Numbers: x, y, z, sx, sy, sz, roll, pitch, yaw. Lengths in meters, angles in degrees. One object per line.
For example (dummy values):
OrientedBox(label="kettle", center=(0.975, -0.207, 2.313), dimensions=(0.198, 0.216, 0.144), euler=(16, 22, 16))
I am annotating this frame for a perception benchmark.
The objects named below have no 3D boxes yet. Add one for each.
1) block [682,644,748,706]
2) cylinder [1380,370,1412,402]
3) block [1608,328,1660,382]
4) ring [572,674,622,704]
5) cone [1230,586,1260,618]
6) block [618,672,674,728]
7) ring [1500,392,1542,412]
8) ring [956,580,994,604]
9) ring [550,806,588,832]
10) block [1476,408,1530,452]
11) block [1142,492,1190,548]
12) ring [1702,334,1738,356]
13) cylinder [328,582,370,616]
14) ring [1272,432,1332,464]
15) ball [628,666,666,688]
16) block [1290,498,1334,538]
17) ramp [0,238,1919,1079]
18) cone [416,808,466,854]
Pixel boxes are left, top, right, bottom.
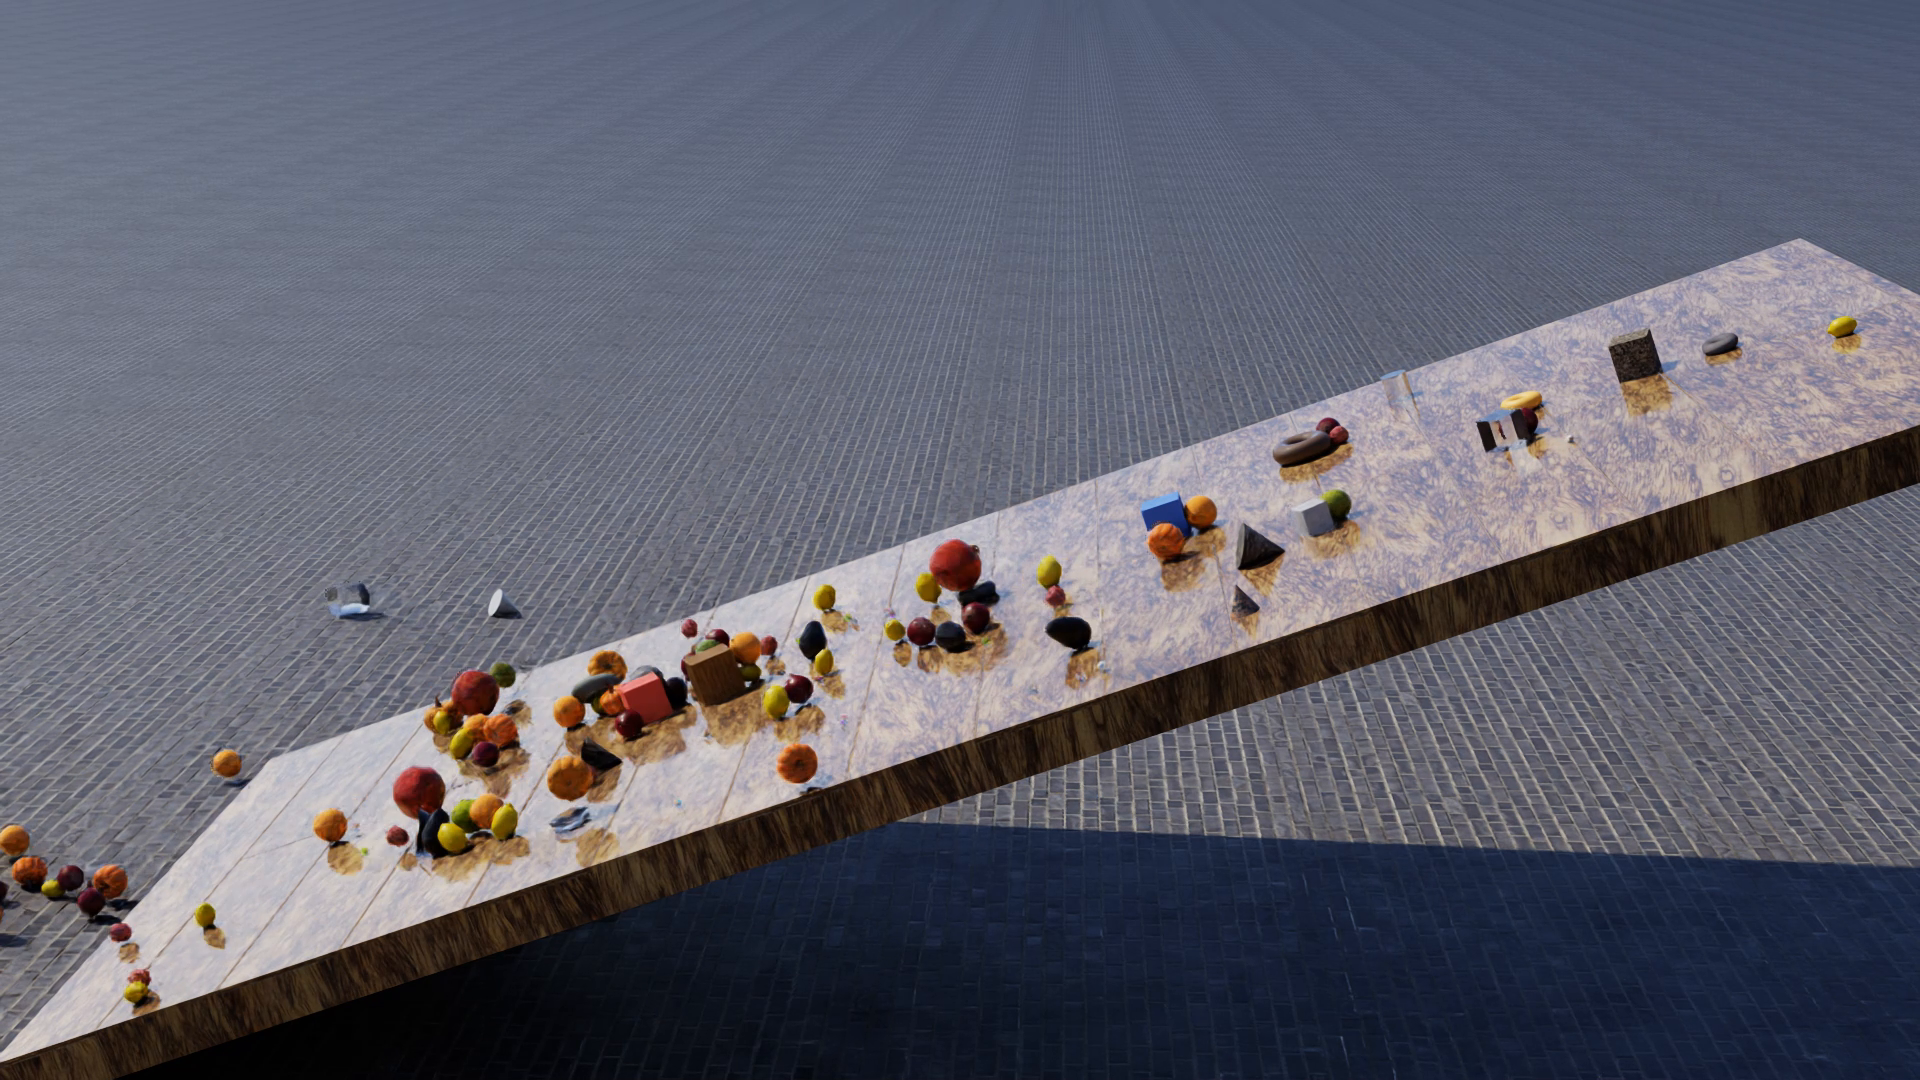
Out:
OrientedBox(label="block", center=(-0.531, 0.291, 6.370), dimensions=(0.096, 0.096, 0.096), euler=(-23, 11, -13))
OrientedBox(label="cylinder", center=(1.021, -0.359, 6.878), dimensions=(0.060, 0.060, 0.060), euler=(-19, 11, 4))
OrientedBox(label="block", center=(1.436, -0.393, 6.260), dimensions=(0.082, 0.082, 0.082), euler=(-15, 12, 22))
OrientedBox(label="ring", center=(-0.818, 0.336, 6.629), dimensions=(0.115, 0.038, 0.115), euler=(-14, -20, -6))
OrientedBox(label="cone", center=(0.525, 0.109, 5.501), dimensions=(0.058, 0.058, 0.058), euler=(-19, 11, 4))
OrientedBox(label="block", center=(-0.685, 0.348, 6.395), dimensions=(0.085, 0.085, 0.085), euler=(-23, 11, -13))
OrientedBox(label="ring", center=(1.206, -0.294, 6.321), dimensions=(0.092, 0.031, 0.092), euler=(-19, 10, 3))
OrientedBox(label="ring", center=(0.034, 0.113, 6.416), dimensions=(0.089, 0.030, 0.089), euler=(-18, 12, 4))
OrientedBox(label="ring", center=(-0.762, 0.544, 5.741), dimensions=(0.080, 0.027, 0.080), euler=(-22, 8, 3))
OrientedBox(label="block", center=(1.117, -0.225, 6.045), dimensions=(0.068, 0.068, 0.068), euler=(-27, 13, -32))
OrientedBox(label="block", center=(0.442, -0.045, 6.316), dimensions=(0.084, 0.084, 0.084), euler=(-18, 11, 8))
OrientedBox(label="ring", center=(1.604, -0.413, 6.208), dimensions=(0.078, 0.026, 0.078), euler=(-23, 12, 5))
OrientedBox(label="cylinder", center=(-1.943, 0.190, 9.341), dimensions=(0.096, 0.096, 0.096), euler=(-10, 16, -40))
OrientedBox(label="ring", center=(0.771, -0.208, 6.628), dimensions=(0.137, 0.046, 0.137), euler=(-18, 12, 4))
OrientedBox(label="ball", center=(-0.698, 0.321, 6.559), dimensions=(0.081, 0.081, 0.081), euler=(0, 13, 0))
OrientedBox(label="block", center=(0.708, -0.044, 5.916), dimensions=(0.057, 0.057, 0.057), euler=(-23, 12, -16))
OrientedBox(label="ramp", center=(0.112, 0.178, 6.301), dimensions=(4.000, 0.100, 2.000), euler=(-19, 11, 6))
OrientedBox(label="cone", center=(-1.051, 0.594, 5.960), dimensions=(0.096, 0.096, 0.096), euler=(5, 11, -12))
